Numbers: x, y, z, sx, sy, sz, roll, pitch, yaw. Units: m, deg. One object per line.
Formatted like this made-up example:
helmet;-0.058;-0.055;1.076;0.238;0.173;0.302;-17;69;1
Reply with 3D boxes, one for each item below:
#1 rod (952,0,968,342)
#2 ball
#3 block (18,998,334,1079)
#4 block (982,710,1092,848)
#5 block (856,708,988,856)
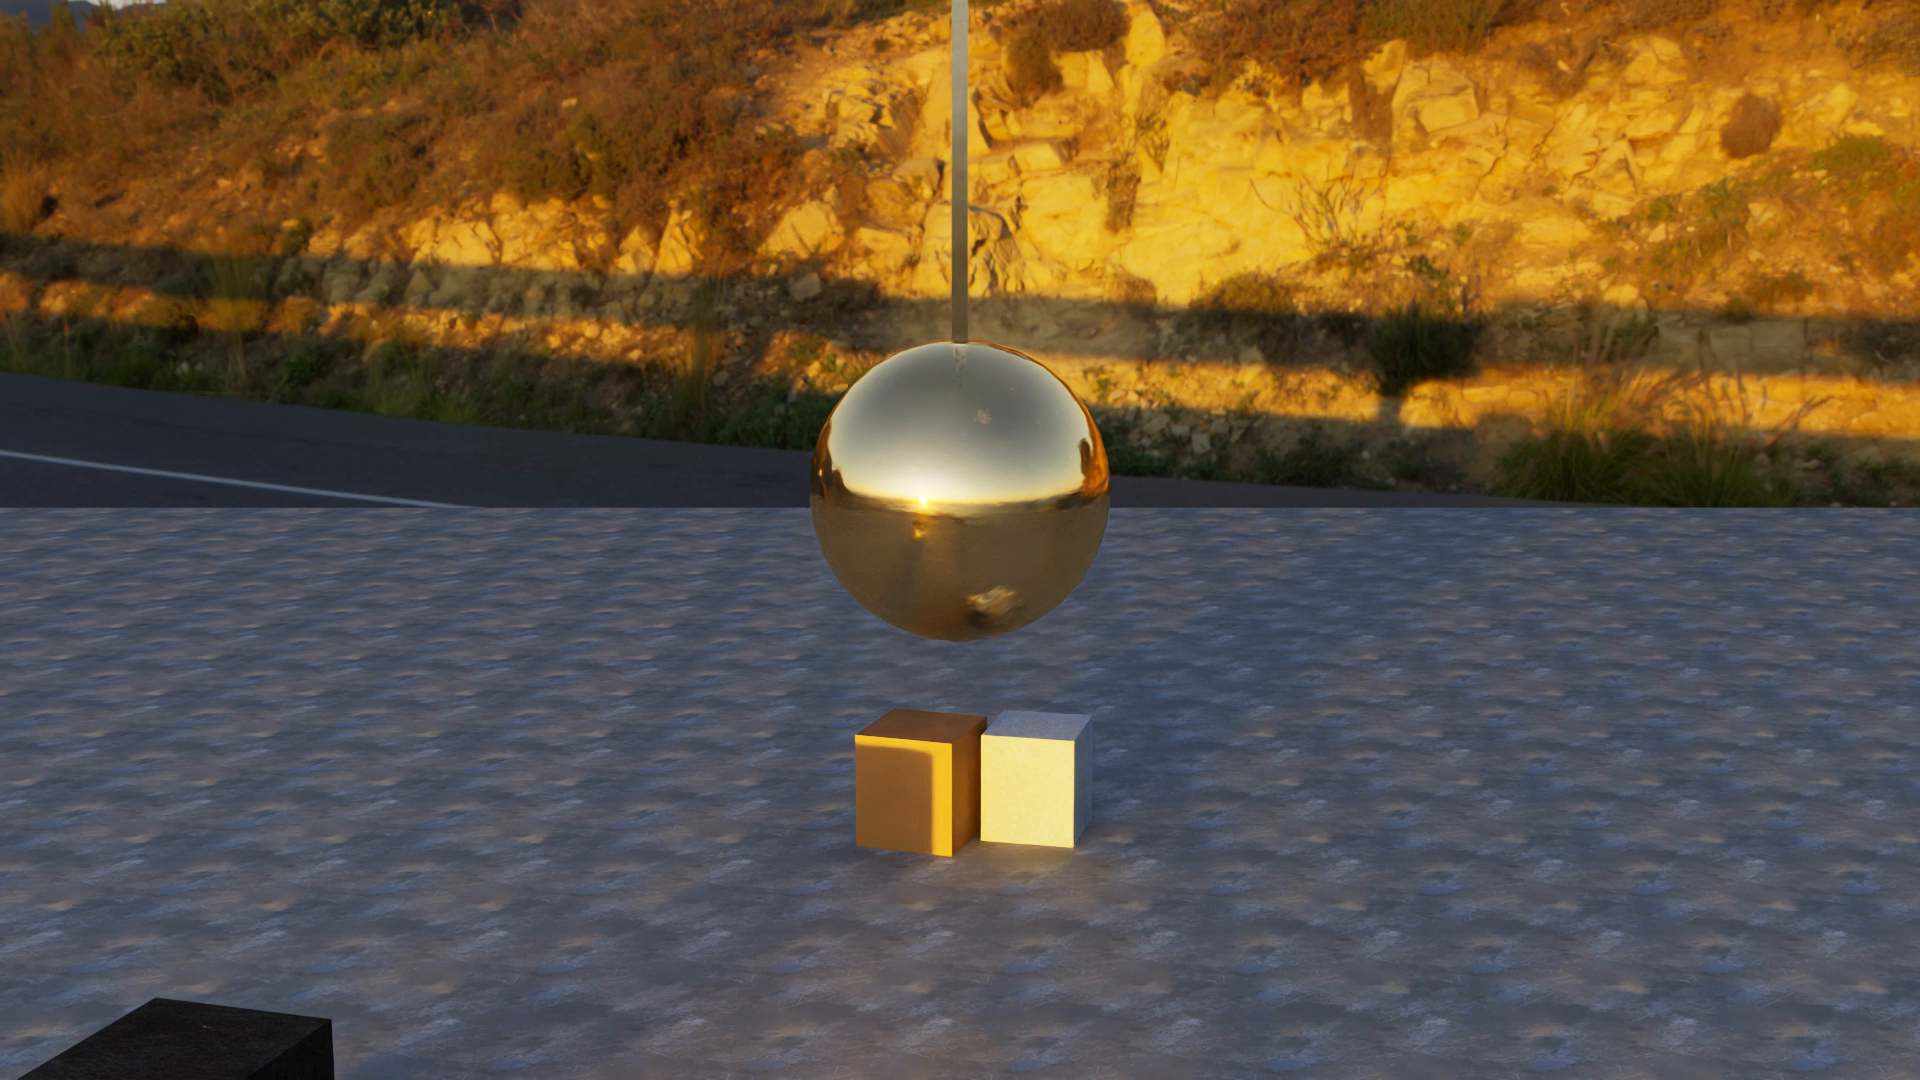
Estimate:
rod;0.000;-3.544;10.759;0.080;5.200;0.080;0;15;0
ball;0.000;-0.262;11.646;1.600;1.600;1.600;0;10;0
block;-2.511;1.945;7.103;0.678;0.631;0.724;3;11;16
block;0.399;1.220;11.311;0.476;0.552;0.515;3;11;14
block;-0.192;1.226;11.206;0.510;0.578;0.549;4;11;19
